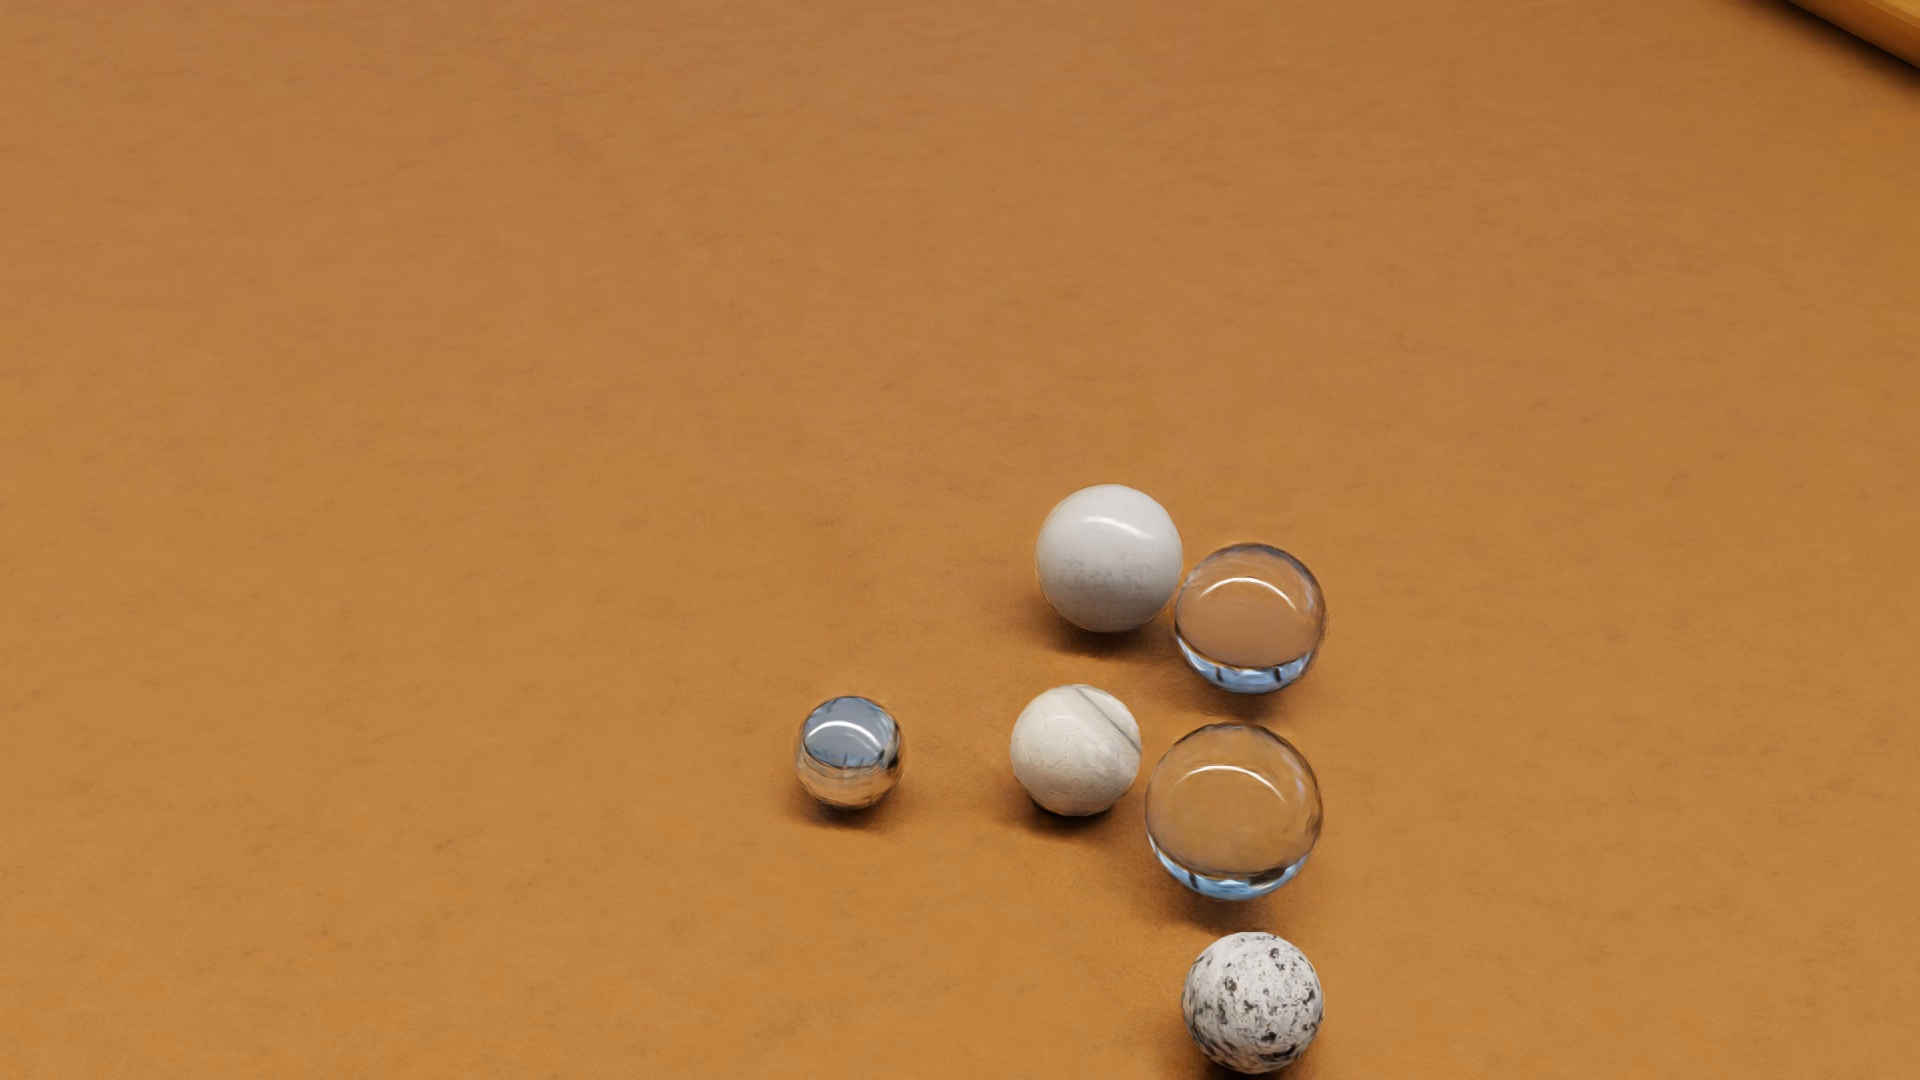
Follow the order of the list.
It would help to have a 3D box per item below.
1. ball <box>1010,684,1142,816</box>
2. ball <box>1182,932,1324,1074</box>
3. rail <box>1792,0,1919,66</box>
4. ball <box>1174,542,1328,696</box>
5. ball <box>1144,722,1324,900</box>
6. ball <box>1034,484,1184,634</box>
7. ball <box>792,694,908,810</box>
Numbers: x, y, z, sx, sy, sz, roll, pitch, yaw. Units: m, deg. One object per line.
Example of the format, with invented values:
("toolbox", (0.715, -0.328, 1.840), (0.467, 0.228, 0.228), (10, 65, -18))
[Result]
("ball", (0.062, 0.113, 1.577), (0.071, 0.071, 0.071), (0, 29, 0))
("ball", (0.138, 0.219, 1.392), (0.067, 0.067, 0.067), (0, 29, 0))
("rail", (0.652, -0.682, 2.942), (0.045, 0.119, 4.094), (-11, 31, -18))
("ball", (0.166, 0.045, 1.681), (0.088, 0.088, 0.088), (0, 29, 0))
("ball", (0.140, 0.139, 1.509), (0.092, 0.092, 0.092), (0, 29, 0))
("ball", (0.088, 0.011, 1.740), (0.088, 0.088, 0.088), (0, 29, 0))
("ball", (-0.059, 0.114, 1.583), (0.062, 0.062, 0.062), (0, 29, 0))
